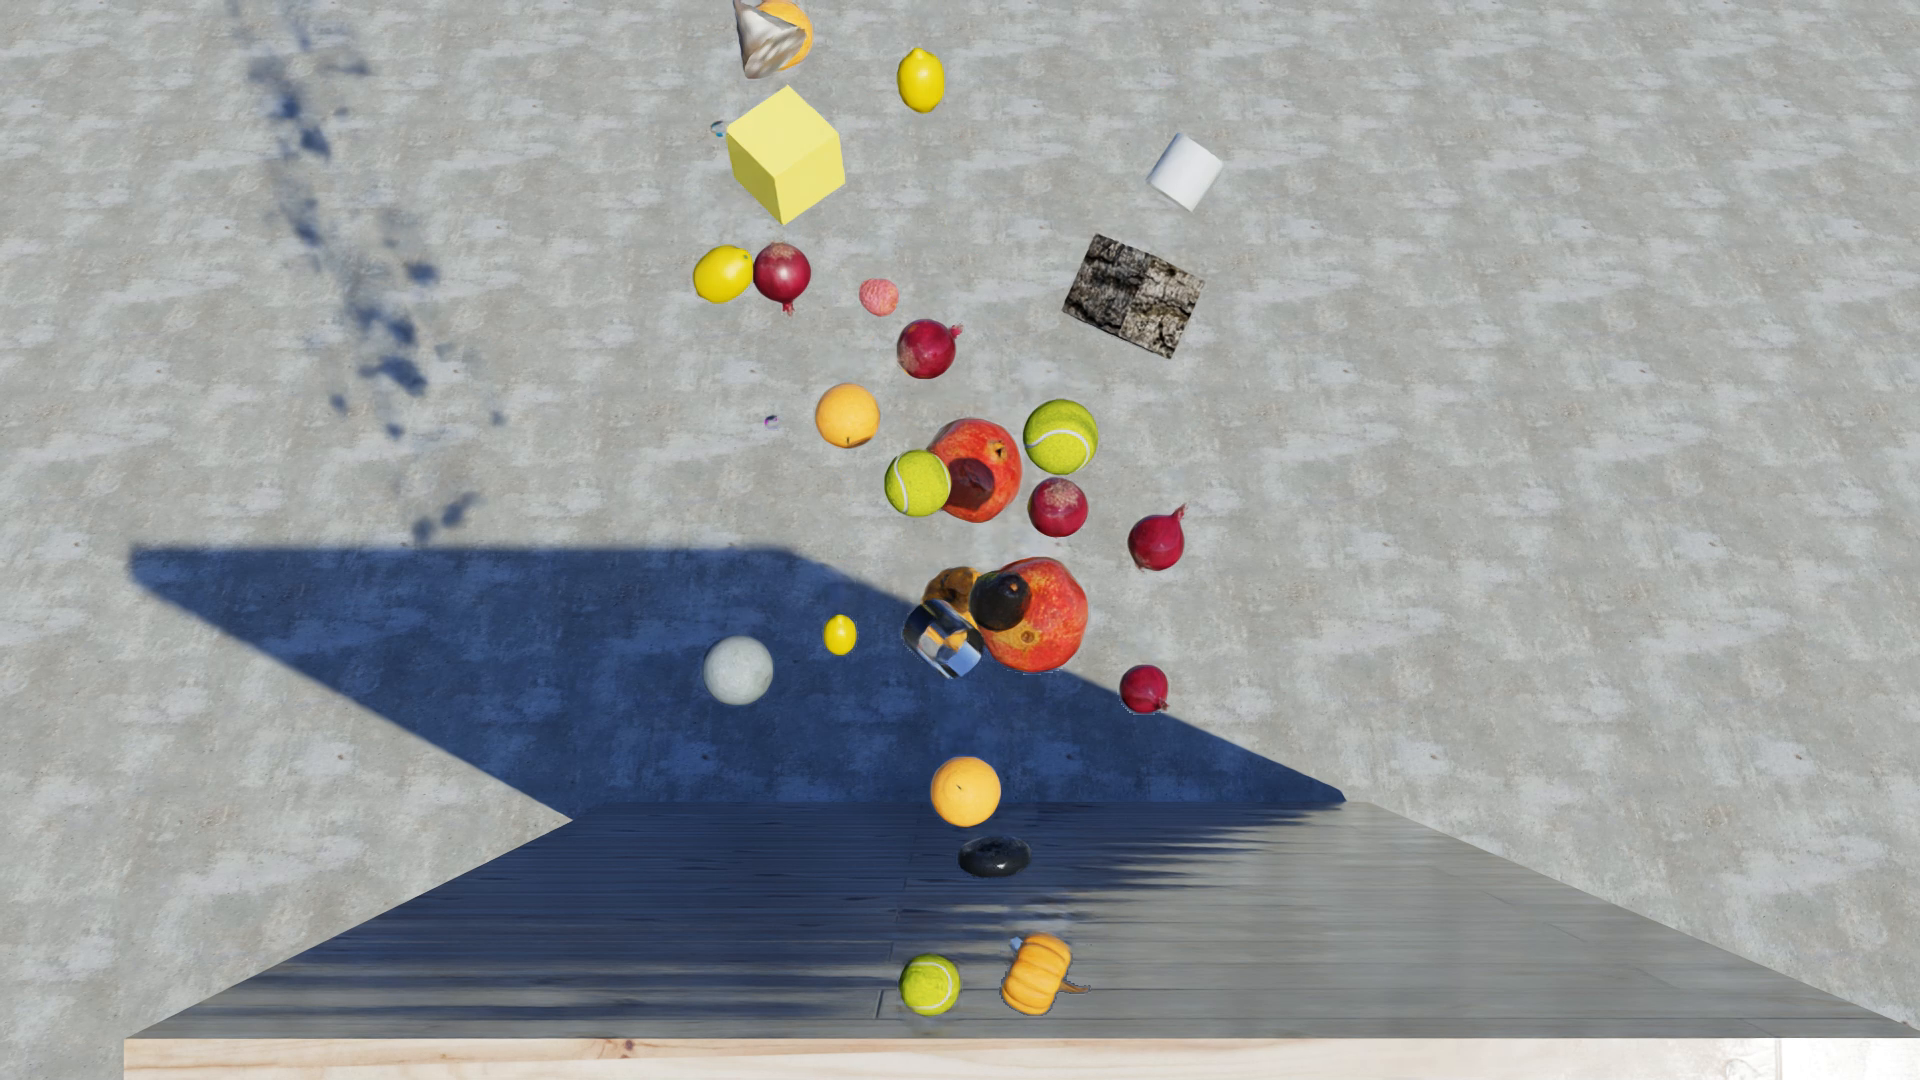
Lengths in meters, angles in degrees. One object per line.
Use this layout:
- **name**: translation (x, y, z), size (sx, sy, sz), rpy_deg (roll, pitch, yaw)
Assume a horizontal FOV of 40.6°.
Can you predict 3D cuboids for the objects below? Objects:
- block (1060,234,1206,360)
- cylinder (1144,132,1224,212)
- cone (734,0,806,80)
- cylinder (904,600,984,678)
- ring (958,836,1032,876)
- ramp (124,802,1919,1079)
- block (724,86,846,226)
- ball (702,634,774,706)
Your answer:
- **block**: translation (0.181, -0.254, 2.714), size (0.089, 0.089, 0.089), rpy_deg (19, 6, -45)
- **cylinder**: translation (0.203, -0.332, 2.349), size (0.052, 0.052, 0.052), rpy_deg (34, 5, -4)
- **cone**: translation (-0.190, -0.474, 2.397), size (0.069, 0.069, 0.069), rpy_deg (-28, 74, -33)
- **cylinder**: translation (-0.016, 0.096, 2.532), size (0.057, 0.057, 0.057), rpy_deg (-21, 40, -26)
- **ring**: translation (0.043, 0.392, 3.216), size (0.092, 0.031, 0.092), rpy_deg (-3, 12, 1)
- **ramp**: translation (0.078, 0.671, 4.861), size (2.000, 0.100, 4.000), rpy_deg (0, -2, 0)
- **block**: translation (-0.176, -0.387, 2.617), size (0.081, 0.081, 0.081), rpy_deg (-37, 66, -16)
- **ball**: translation (-0.253, 0.148, 2.960), size (0.082, 0.082, 0.082), rpy_deg (0, 36, 0)
